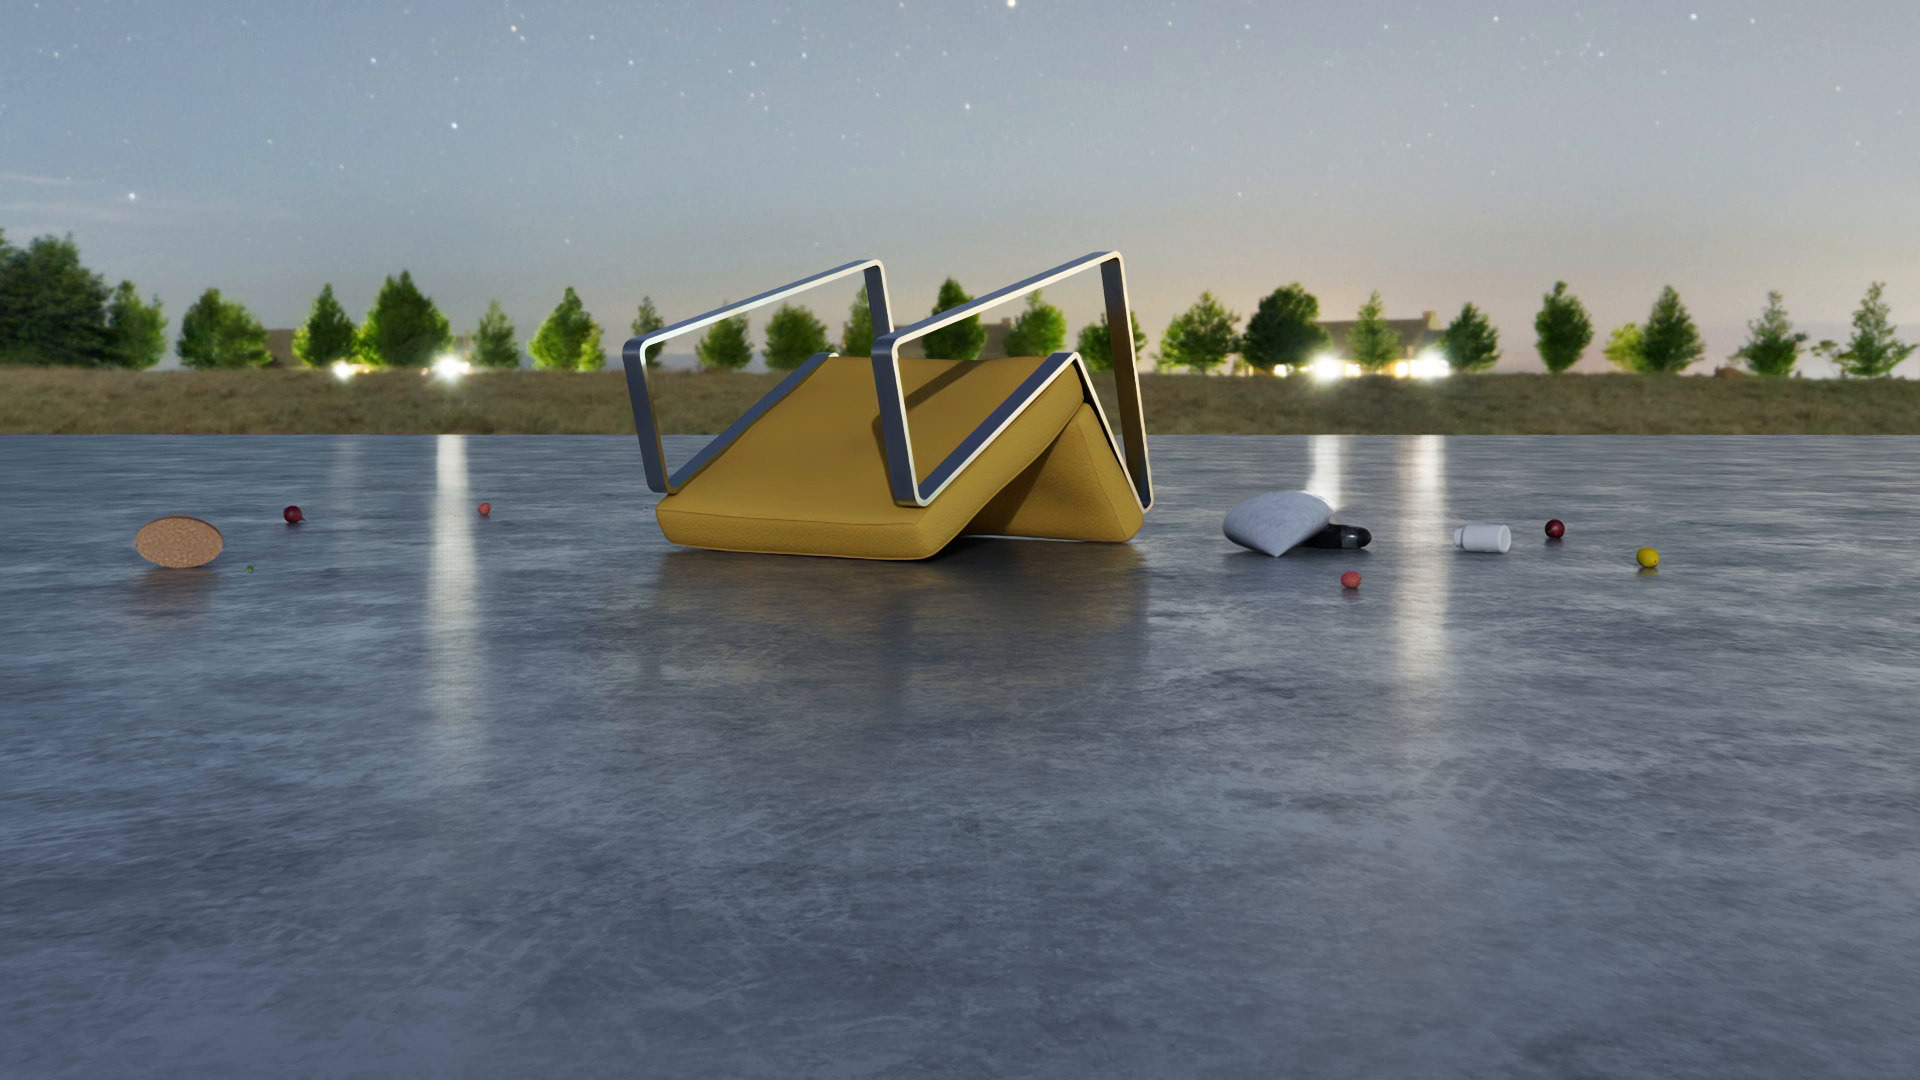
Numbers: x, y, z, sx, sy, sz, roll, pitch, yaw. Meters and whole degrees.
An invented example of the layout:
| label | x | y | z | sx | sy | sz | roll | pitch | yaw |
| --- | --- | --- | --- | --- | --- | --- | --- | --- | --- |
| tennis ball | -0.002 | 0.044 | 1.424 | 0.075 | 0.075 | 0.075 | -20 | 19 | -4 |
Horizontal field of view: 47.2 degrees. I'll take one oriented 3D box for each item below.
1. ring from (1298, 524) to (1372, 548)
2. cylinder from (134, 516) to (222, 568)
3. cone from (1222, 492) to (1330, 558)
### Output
| label | x | y | z | sx | sy | sz | roll | pitch | yaw |
| --- | --- | --- | --- | --- | --- | --- | --- | --- | --- |
| ring | 1.045 | -0.011 | 6.265 | 0.270 | 0.062 | 0.144 | 2 | 6 | 34 |
| cylinder | -1.978 | 0.005 | 5.573 | 0.209 | 0.124 | 0.099 | 2 | 3 | -18 |
| cone | 0.862 | -0.003 | 5.988 | 0.303 | 0.166 | 0.285 | -10 | 19 | 12 |
